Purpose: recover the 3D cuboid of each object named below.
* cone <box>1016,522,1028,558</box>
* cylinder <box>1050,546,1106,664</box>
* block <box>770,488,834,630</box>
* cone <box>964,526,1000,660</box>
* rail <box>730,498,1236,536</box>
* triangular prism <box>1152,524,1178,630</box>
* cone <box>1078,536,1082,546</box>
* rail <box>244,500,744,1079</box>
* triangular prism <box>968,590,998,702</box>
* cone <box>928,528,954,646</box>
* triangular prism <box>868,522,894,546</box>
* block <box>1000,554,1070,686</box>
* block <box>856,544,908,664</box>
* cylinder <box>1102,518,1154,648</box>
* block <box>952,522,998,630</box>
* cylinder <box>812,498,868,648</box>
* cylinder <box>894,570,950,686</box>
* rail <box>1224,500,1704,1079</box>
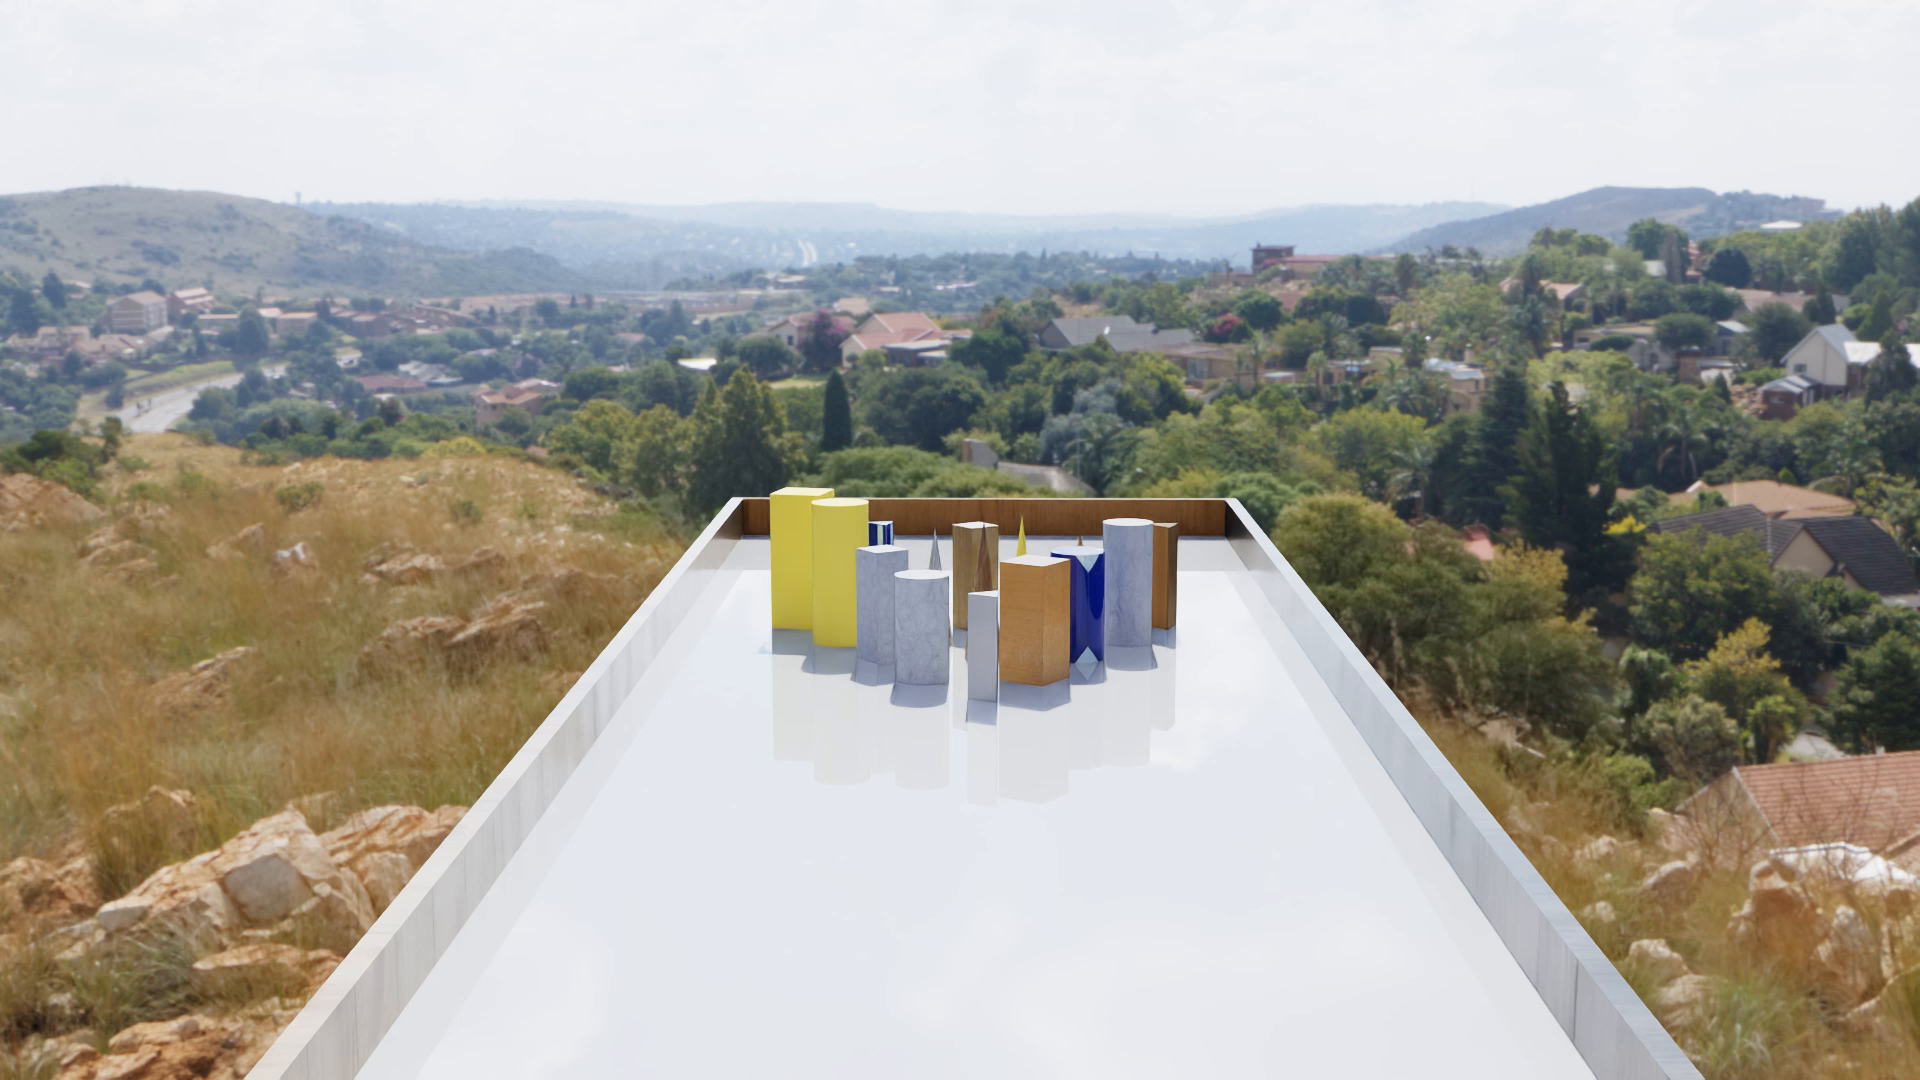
[{"bbox_3d":[0.194,0.124,6.910,0.110,0.412,0.110,0,9,0],"label":"cone"},{"bbox_3d":[0.358,0.197,6.708,0.167,0.332,0.167,0,9,0],"label":"cylinder"},{"bbox_3d":[-0.515,0.060,7.216,0.167,0.442,0.167,2,9,14],"label":"block"},{"bbox_3d":[0.073,0.148,6.693,0.120,0.432,0.120,0,9,0],"label":"cone"},{"bbox_3d":[0.099,-0.098,9.147,2.100,0.150,0.050,0,9,1],"label":"rail"},{"bbox_3d":[0.678,0.116,7.199,0.086,0.338,0.099,-7,11,-38],"label":"triangular prism"},{"bbox_3d":[0.391,0.133,7.174,0.152,0.312,0.152,0,9,0],"label":"cone"},{"bbox_3d":[-1.004,0.839,3.234,0.050,0.150,12.000,0,9,1],"label":"rail"},{"bbox_3d":[0.083,0.296,6.177,0.095,0.301,0.083,6,11,32],"label":"triangular prism"},{"bbox_3d":[-0.078,0.143,6.910,0.117,0.374,0.117,0,9,0],"label":"cone"},{"bbox_3d":[-0.247,0.110,7.226,0.088,0.341,0.076,9,12,43],"label":"triangular prism"},{"bbox_3d":[0.218,0.233,6.417,0.150,0.352,0.150,6,11,33],"label":"block"},{"bbox_3d":[-0.235,0.195,6.688,0.114,0.341,0.114,-6,11,-35],"label":"block"},{"bbox_3d":[0.528,0.134,6.932,0.158,0.386,0.158,0,9,0],"label":"cylinder"},{"bbox_3d":[0.051,0.119,7.178,0.107,0.339,0.107,-7,11,-36],"label":"block"},{"bbox_3d":[-0.377,0.101,6.944,0.180,0.446,0.180,0,9,0],"label":"cylinder"},{"bbox_3d":[-0.111,0.254,6.409,0.160,0.312,0.160,0,9,0],"label":"cylinder"},{"bbox_3d":[1.046,0.843,3.208,0.050,0.150,12.000,0,9,1],"label":"rail"}]
